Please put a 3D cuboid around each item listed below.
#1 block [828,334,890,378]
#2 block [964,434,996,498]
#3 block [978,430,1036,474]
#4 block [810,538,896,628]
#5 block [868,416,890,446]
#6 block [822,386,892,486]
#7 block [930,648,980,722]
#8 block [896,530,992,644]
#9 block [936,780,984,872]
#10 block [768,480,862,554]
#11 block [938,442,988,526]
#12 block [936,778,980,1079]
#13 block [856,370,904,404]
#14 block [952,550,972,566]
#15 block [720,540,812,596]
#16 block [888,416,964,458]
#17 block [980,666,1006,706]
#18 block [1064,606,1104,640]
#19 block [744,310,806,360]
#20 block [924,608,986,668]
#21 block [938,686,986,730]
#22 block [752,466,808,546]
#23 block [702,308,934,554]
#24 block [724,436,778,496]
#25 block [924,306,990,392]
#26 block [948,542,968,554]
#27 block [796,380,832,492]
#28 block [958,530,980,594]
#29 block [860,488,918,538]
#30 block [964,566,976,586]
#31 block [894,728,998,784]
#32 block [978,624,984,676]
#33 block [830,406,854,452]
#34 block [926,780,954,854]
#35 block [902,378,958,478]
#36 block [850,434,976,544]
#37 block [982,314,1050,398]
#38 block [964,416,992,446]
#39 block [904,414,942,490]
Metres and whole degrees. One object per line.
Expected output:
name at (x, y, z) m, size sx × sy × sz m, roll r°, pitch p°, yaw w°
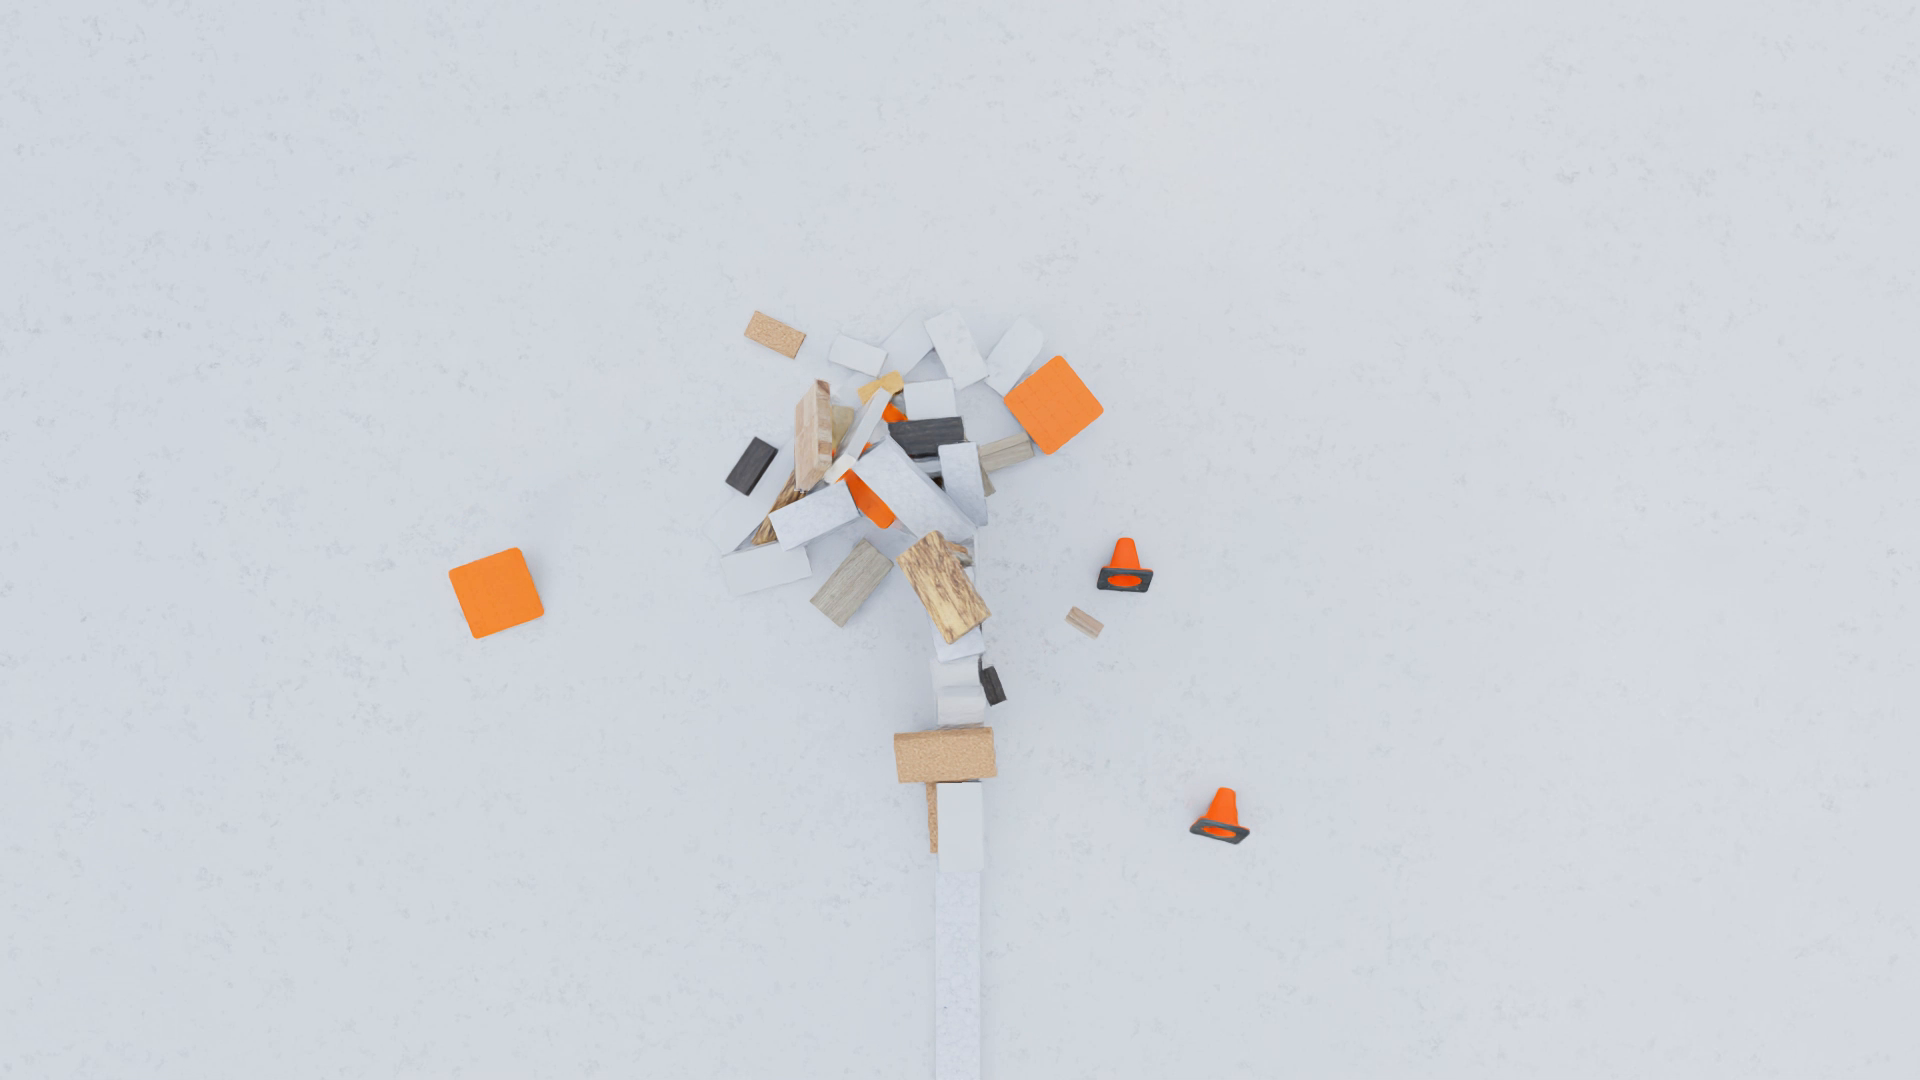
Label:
block at (-0.336, -0.608, 5.459) m, size 0.184 × 0.026 × 0.092 m, roll 22°, pitch 84°, yaw 15°
block at (0.003, -0.238, 5.439) m, size 0.127 × 0.036 × 0.255 m, roll -31°, pitch 74°, yaw 9°
block at (0.150, -0.290, 5.469) m, size 0.182 × 0.026 × 0.091 m, roll -19°, pitch 93°, yaw -10°
block at (-0.357, 0.143, 5.480) m, size 0.138 × 0.039 × 0.276 m, roll 40°, pitch 90°, yaw 0°
block at (-0.253, -0.337, 5.401) m, size 0.182 × 0.026 × 0.091 m, roll 43°, pitch 92°, yaw 19°
block at (-0.328, -0.331, 5.241) m, size 0.046 × 0.162 × 0.323 m, roll 36°, pitch 47°, yaw -12°
block at (-0.012, 0.465, 5.310) m, size 0.150 × 0.043 × 0.301 m, roll -4°, pitch 133°, yaw 2°
block at (-0.052, 0.146, 5.164) m, size 0.161 × 0.046 × 0.321 m, roll -37°, pitch 75°, yaw 17°
block at (0.000, 0.936, 5.397) m, size 0.145 × 0.041 × 0.291 m, roll -1°, pitch 90°, yaw 0°
block at (-0.474, -0.077, 5.400) m, size 0.276 × 0.039 × 0.138 m, roll -25°, pitch 74°, yaw 4°
block at (0.013, -0.172, 5.298) m, size 0.119 × 0.344 × 0.034 m, roll -6°, pitch 46°, yaw 4°
block at (-0.008, 1.273, 5.479) m, size 0.145 × 0.041 × 1.114 m, roll 0°, pitch 90°, yaw 0°
block at (-0.258, -0.496, 5.440) m, size 0.152 × 0.022 × 0.076 m, roll -26°, pitch 67°, yaw 0°
block at (-0.021, 0.066, 5.322) m, size 0.075 × 0.149 × 0.021 m, roll -22°, pitch 74°, yaw 17°
block at (-0.640, 0.084, 5.461) m, size 0.276 × 0.039 × 0.138 m, roll -15°, pitch 107°, yaw 0°
block at (-0.106, -0.327, 5.295) m, size 0.239 × 0.034 × 0.119 m, roll -5°, pitch 69°, yaw -1°
block at (0.106, 0.485, 5.491) m, size 0.061 × 0.017 × 0.122 m, roll -21°, pitch 90°, yaw 0°
block at (0.414, 0.276, 5.491) m, size 0.122 × 0.017 × 0.061 m, roll 33°, pitch 90°, yaw 0°
block at (-0.616, -0.682, 5.487) m, size 0.184 × 0.026 × 0.092 m, roll 26°, pitch 90°, yaw 0°
block at (-0.026, 0.247, 5.234) m, size 0.150 × 0.043 × 0.301 m, roll -14°, pitch 62°, yaw -4°
block at (0.004, 0.593, 5.373) m, size 0.150 × 0.043 × 0.301 m, roll -1°, pitch 135°, yaw -1°
block at (-0.541, -0.173, 5.453) m, size 0.076 × 0.022 × 0.468 m, roll 28°, pitch 96°, yaw -20°
block at (-0.453, -0.358, 5.482) m, size 0.126 × 0.036 × 1.031 m, roll 44°, pitch 90°, yaw 0°
block at (-0.690, -0.244, 5.462) m, size 0.092 × 0.026 × 0.184 m, roll 31°, pitch 85°, yaw 23°
block at (-0.011, -0.630, 5.446) m, size 0.126 × 0.036 × 0.251 m, roll -25°, pitch 90°, yaw -1°
block at (-0.060, 0.044, 5.307) m, size 0.101 × 0.202 × 0.029 m, roll -26°, pitch 72°, yaw 19°
block at (-0.465, -0.332, 5.230) m, size 0.046 × 0.161 × 0.321 m, roll 14°, pitch 52°, yaw -27°
block at (0.000, 0.083, 5.412) m, size 0.119 × 0.034 × 0.239 m, roll -4°, pitch 87°, yaw 19°
block at (-0.194, -0.097, 5.448) m, size 0.255 × 0.036 × 0.127 m, roll 22°, pitch 91°, yaw 15°
block at (0.015, 0.166, 5.364) m, size 0.075 × 0.021 × 0.149 m, roll -9°, pitch 89°, yaw 7°
block at (-0.047, 0.700, 5.360) m, size 0.321 × 0.046 × 0.161 m, roll -4°, pitch 112°, yaw 5°
block at (0.017, 0.339, 5.387) m, size 0.109 × 0.031 × 0.219 m, roll -2°, pitch 86°, yaw 0°
block at (-0.384, -0.365, 5.423) m, size 0.076 × 0.022 × 0.152 m, roll 0°, pitch 78°, yaw -29°
block at (-0.034, 0.879, 5.438) m, size 0.145 × 0.041 × 0.291 m, roll -4°, pitch 90°, yaw 0°
block at (-0.086, -0.360, 5.350) m, size 0.162 × 0.046 × 0.323 m, roll -7°, pitch 69°, yaw -2°
block at (-0.150, -0.139, 5.289) m, size 0.162 × 0.046 × 0.425 m, roll -33°, pitch 112°, yaw 30°
block at (0.174, -0.610, 5.482) m, size 0.126 × 0.036 × 0.251 m, roll 37°, pitch 90°, yaw 0°
block at (0.063, -0.315, 5.487) m, size 0.091 × 0.026 × 0.182 m, roll -3°, pitch 90°, yaw 0°
block at (-0.124, -0.290, 5.450) m, size 0.127 × 0.036 × 0.255 m, roll 0°, pitch 89°, yaw 34°
